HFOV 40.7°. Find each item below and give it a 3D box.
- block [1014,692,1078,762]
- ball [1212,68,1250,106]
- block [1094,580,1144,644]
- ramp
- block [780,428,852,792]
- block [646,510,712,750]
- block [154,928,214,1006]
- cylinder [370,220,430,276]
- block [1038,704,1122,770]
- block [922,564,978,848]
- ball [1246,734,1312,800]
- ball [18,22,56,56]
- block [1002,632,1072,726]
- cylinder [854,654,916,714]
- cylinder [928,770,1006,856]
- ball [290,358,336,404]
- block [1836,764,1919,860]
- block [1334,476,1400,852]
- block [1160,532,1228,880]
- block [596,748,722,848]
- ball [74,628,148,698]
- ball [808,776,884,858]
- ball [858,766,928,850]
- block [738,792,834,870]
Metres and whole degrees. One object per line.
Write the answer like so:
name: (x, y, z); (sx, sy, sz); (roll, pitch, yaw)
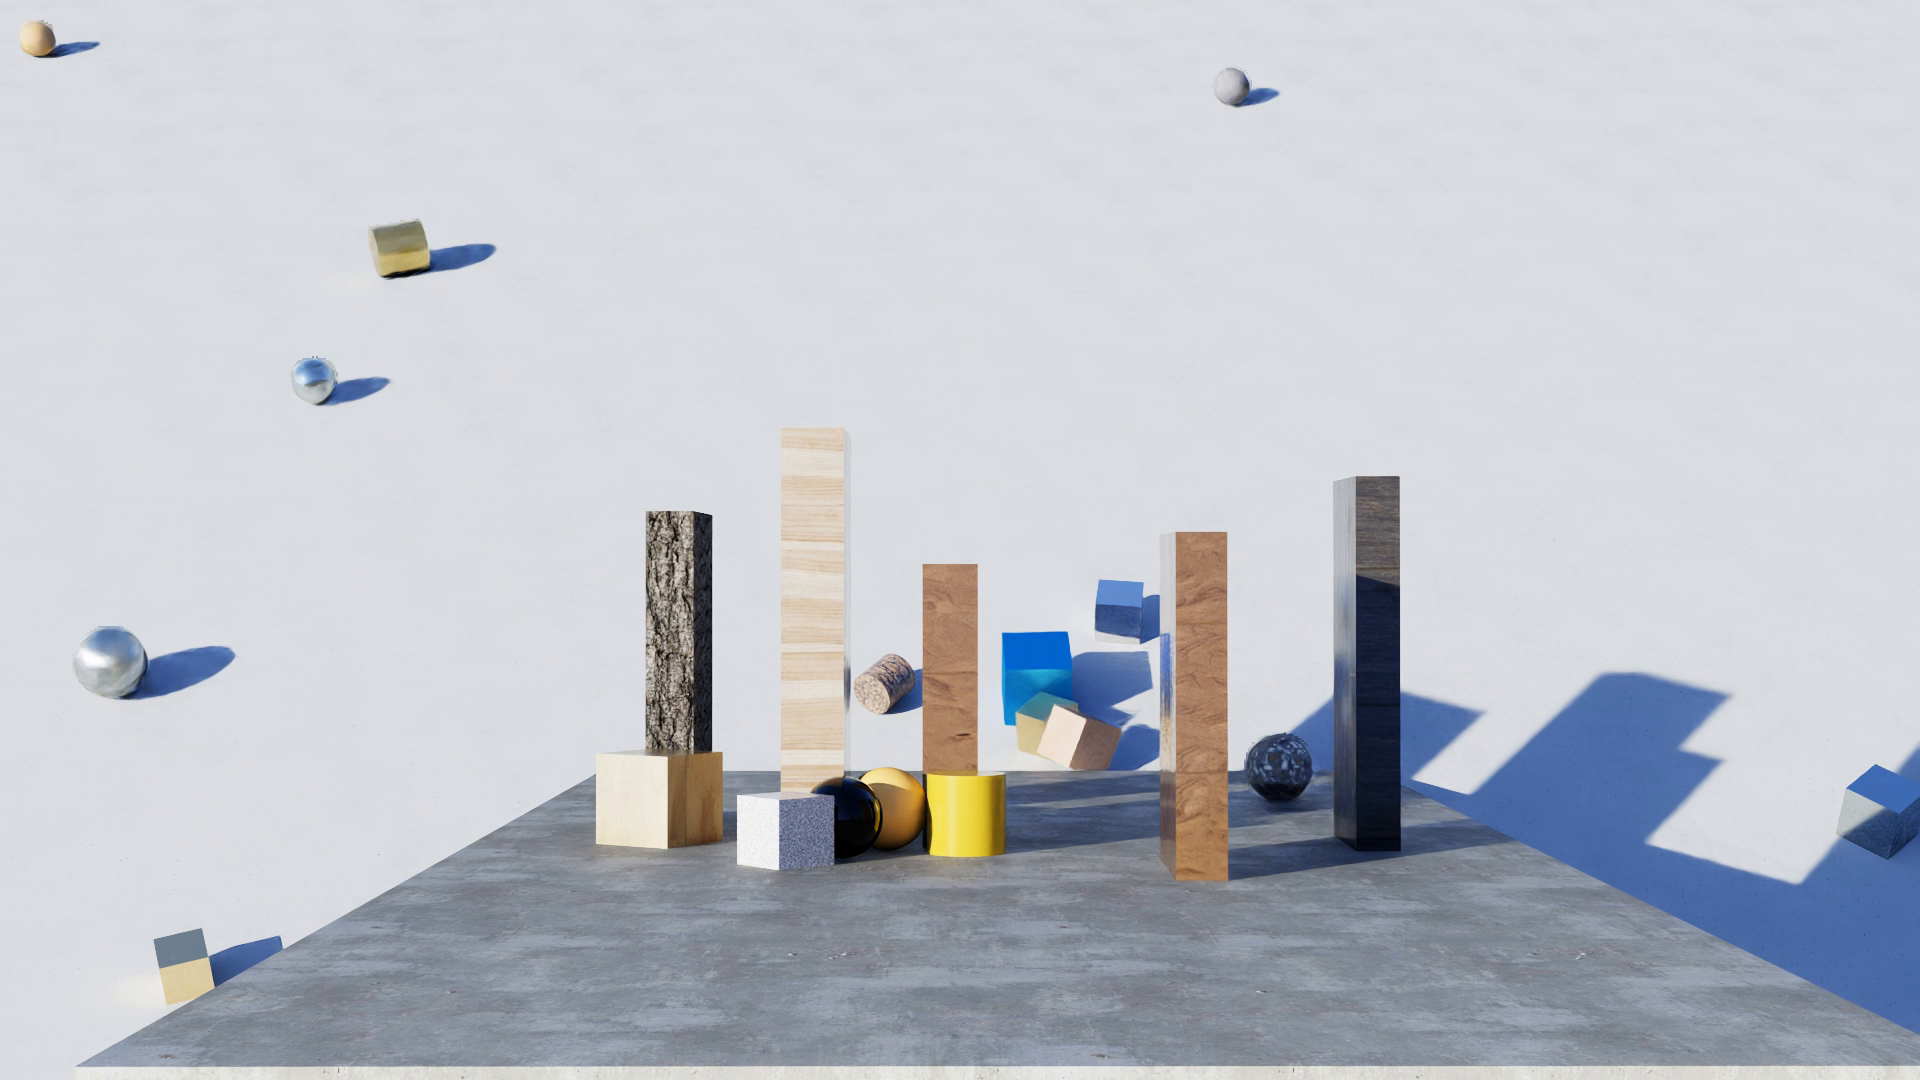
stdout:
block: (0.233, 0.496, 6.912); (0.119, 0.119, 0.119); (16, 35, 34)
ball: (1.120, -1.874, 10.711); (0.151, 0.151, 0.151); (0, 32, 0)
block: (0.453, 0.205, 7.383); (0.129, 0.129, 0.129); (4, 32, 6)
ramp: (0.071, 0.624, 4.713); (2.000, 0.100, 4.000); (0, -1, 0)
block: (-0.271, 0.186, 4.916); (0.115, 0.781, 0.330); (0, -1, 0)
block: (-0.569, 0.263, 5.270); (0.094, 0.636, 0.394); (0, -1, 0)
block: (-1.828, 1.005, 6.109); (0.113, 0.113, 0.113); (-12, 34, -18)
cylinder: (-2.026, -1.054, 9.364); (0.178, 0.178, 0.178); (-12, 34, -19)
block: (0.313, 0.527, 6.787); (0.134, 0.134, 0.134); (19, 2, -39)
block: (-0.018, 0.312, 5.020); (0.104, 0.531, 0.347); (0, -1, 0)
ball: (0.719, 0.512, 5.836); (0.150, 0.150, 0.150); (0, 32, 0)
ball: (-3.980, -2.160, 11.174); (0.149, 0.149, 0.149); (0, 32, 0)
block: (0.208, 0.376, 7.058); (0.181, 0.181, 0.181); (-1, 32, -2)
cylinder: (-0.206, 0.393, 7.088); (0.122, 0.122, 0.122); (20, 37, 29)
cylinder: (0.012, 0.502, 4.772); (0.146, 0.146, 0.146); (0, -1, 0)
ball: (-2.129, -0.523, 8.538); (0.148, 0.148, 0.148); (0, 32, 0)
block: (2.342, 0.690, 6.584); (0.147, 0.147, 0.147); (-27, 41, -36)
block: (0.773, 0.230, 4.936); (0.082, 0.694, 0.287); (0, -1, 0)
block: (0.405, 0.280, 4.507); (0.087, 0.584, 0.338); (0, -1, 0)
block: (-0.574, 0.492, 4.953); (0.171, 0.171, 0.171); (0, -1, 32)
ball: (-2.330, 0.336, 7.109); (0.195, 0.195, 0.195); (0, 32, 0)
ball: (-0.213, 0.500, 4.673); (0.149, 0.149, 0.149); (0, 32, 0)
ball: (-0.136, 0.498, 4.804); (0.155, 0.155, 0.155); (0, 32, 0)
block: (-0.308, 0.512, 4.576); (0.122, 0.122, 0.122); (1, -1, -41)
